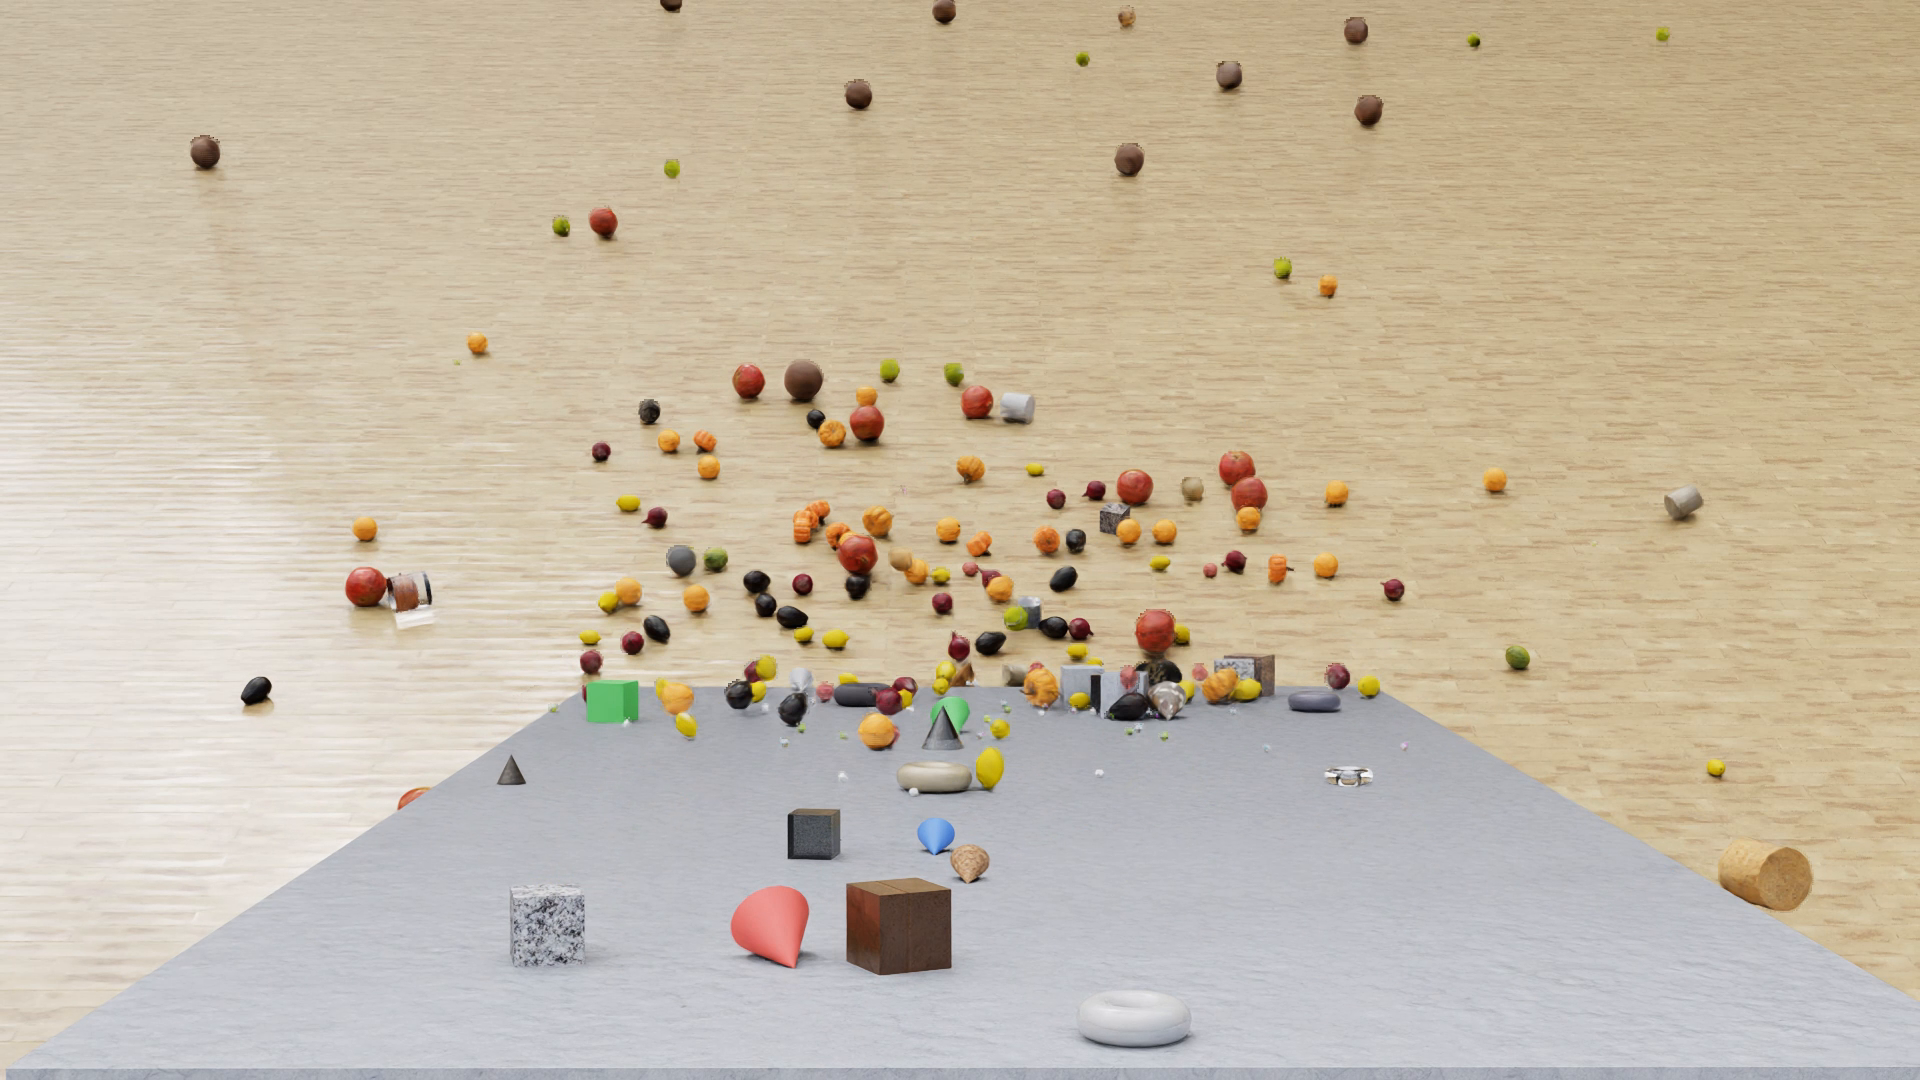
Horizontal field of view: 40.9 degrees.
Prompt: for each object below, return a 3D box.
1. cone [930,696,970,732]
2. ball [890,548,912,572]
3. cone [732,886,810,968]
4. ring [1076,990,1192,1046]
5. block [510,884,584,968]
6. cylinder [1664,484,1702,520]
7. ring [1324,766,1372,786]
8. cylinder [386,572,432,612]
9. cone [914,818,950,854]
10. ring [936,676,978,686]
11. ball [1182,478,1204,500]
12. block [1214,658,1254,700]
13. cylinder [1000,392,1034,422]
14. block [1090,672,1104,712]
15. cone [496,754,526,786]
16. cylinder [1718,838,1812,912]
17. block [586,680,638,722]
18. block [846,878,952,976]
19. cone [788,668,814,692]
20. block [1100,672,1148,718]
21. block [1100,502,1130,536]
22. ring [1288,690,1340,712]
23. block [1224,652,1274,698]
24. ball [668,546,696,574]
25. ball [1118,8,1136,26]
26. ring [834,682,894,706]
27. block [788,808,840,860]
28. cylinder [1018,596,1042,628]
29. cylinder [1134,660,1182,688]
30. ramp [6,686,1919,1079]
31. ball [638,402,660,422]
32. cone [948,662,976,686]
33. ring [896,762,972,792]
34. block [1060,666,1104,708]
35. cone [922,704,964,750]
[{"bbox_3d":[-0.013,0.392,5.486,0.085,0.085,0.085,-5,30,-10],"label":"cone"},{"bbox_3d":[-0.166,0.056,7.280,0.066,0.066,0.066,0,24,0],"label":"ball"},{"bbox_3d":[-0.211,0.480,3.059,0.098,0.098,0.098,-9,32,-19],"label":"cone"},{"bbox_3d":[0.180,0.496,2.672,0.121,0.040,0.121,1,3,0],"label":"ring"},{"bbox_3d":[-0.494,0.460,3.079,0.083,0.083,0.083,-1,2,-13],"label":"block"},{"bbox_3d":[2.173,-0.115,7.742,0.081,0.081,0.081,-27,30,-11],"label":"cylinder"},{"bbox_3d":[0.704,0.427,4.665,0.088,0.029,0.088,-1,3,0],"label":"ring"},{"bbox_3d":[-1.531,0.144,7.162,0.100,0.100,0.100,-11,26,-23],"label":"cylinder"},{"bbox_3d":[-0.037,0.458,3.877,0.057,0.057,0.057,-4,48,-9],"label":"cone"},{"bbox_3d":[-0.006,0.390,6.679,0.120,0.040,0.120,0,26,0],"label":"ring"},{"bbox_3d":[0.713,-0.155,7.876,0.068,0.068,0.068,0,24,0],"label":"ball"},{"bbox_3d":[0.663,0.337,6.223,0.093,0.093,0.093,0,2,4],"label":"block"},{"bbox_3d":[0.189,-0.436,8.489,0.087,0.087,0.087,12,27,22],"label":"cylinder"},{"bbox_3d":[0.352,0.351,5.925,0.086,0.086,0.086,1,2,15],"label":"block"},{"bbox_3d":[-0.814,0.415,4.674,0.054,0.054,0.054,0,2,0],"label":"cone"},{"bbox_3d":[1.235,0.513,3.953,0.098,0.098,0.098,-9,6,-19],"label":"cylinder"},{"bbox_3d":[-0.773,0.359,5.738,0.086,0.086,0.086,1,2,15],"label":"block"},{"bbox_3d":[-0.073,0.456,3.043,0.093,0.093,0.093,-1,2,-27],"label":"block"},{"bbox_3d":[-0.397,0.362,6.430,0.063,0.063,0.063,-1,29,-2],"label":"cone"},{"bbox_3d":[0.373,0.350,5.824,0.096,0.096,0.096,0,2,11],"label":"block"},{"bbox_3d":[0.461,-0.063,7.667,0.069,0.069,0.069,11,26,23],"label":"block"},{"bbox_3d":[0.819,0.373,5.956,0.124,0.041,0.124,1,1,0],"label":"ring"},{"bbox_3d":[0.710,0.331,6.321,0.098,0.098,0.098,1,2,26],"label":"block"},{"bbox_3d":[-0.795,0.059,7.375,0.082,0.082,0.082,0,24,0],"label":"ball"},{"bbox_3d":[0.897,-2.810,13.837,0.097,0.097,0.097,0,24,0],"label":"ball"},{"bbox_3d":[-0.227,0.366,6.088,0.142,0.047,0.142,-1,3,0],"label":"ring"},{"bbox_3d":[-0.218,0.439,3.847,0.066,0.066,0.066,0,2,9],"label":"block"},{"bbox_3d":[0.192,0.199,7.078,0.067,0.067,0.067,0,24,0],"label":"cylinder"},{"bbox_3d":[0.472,0.337,6.195,0.093,0.093,0.093,13,8,28],"label":"cylinder"},{"bbox_3d":[0.055,0.496,4.544,2.000,0.100,4.000,0,2,0],"label":"ramp"},{"bbox_3d":[-1.022,-0.420,8.473,0.070,0.070,0.070,0,24,0],"label":"ball"},{"bbox_3d":[0.017,0.345,6.630,0.079,0.079,0.079,12,28,-7],"label":"cone"},{"bbox_3d":[-0.046,0.422,4.588,0.136,0.045,0.136,1,2,0],"label":"ring"},{"bbox_3d":[0.287,0.344,6.033,0.093,0.093,0.093,0,2,-4],"label":"block"},{"bbox_3d":[-0.035,0.377,5.212,0.089,0.089,0.089,0,2,0],"label":"cone"}]
